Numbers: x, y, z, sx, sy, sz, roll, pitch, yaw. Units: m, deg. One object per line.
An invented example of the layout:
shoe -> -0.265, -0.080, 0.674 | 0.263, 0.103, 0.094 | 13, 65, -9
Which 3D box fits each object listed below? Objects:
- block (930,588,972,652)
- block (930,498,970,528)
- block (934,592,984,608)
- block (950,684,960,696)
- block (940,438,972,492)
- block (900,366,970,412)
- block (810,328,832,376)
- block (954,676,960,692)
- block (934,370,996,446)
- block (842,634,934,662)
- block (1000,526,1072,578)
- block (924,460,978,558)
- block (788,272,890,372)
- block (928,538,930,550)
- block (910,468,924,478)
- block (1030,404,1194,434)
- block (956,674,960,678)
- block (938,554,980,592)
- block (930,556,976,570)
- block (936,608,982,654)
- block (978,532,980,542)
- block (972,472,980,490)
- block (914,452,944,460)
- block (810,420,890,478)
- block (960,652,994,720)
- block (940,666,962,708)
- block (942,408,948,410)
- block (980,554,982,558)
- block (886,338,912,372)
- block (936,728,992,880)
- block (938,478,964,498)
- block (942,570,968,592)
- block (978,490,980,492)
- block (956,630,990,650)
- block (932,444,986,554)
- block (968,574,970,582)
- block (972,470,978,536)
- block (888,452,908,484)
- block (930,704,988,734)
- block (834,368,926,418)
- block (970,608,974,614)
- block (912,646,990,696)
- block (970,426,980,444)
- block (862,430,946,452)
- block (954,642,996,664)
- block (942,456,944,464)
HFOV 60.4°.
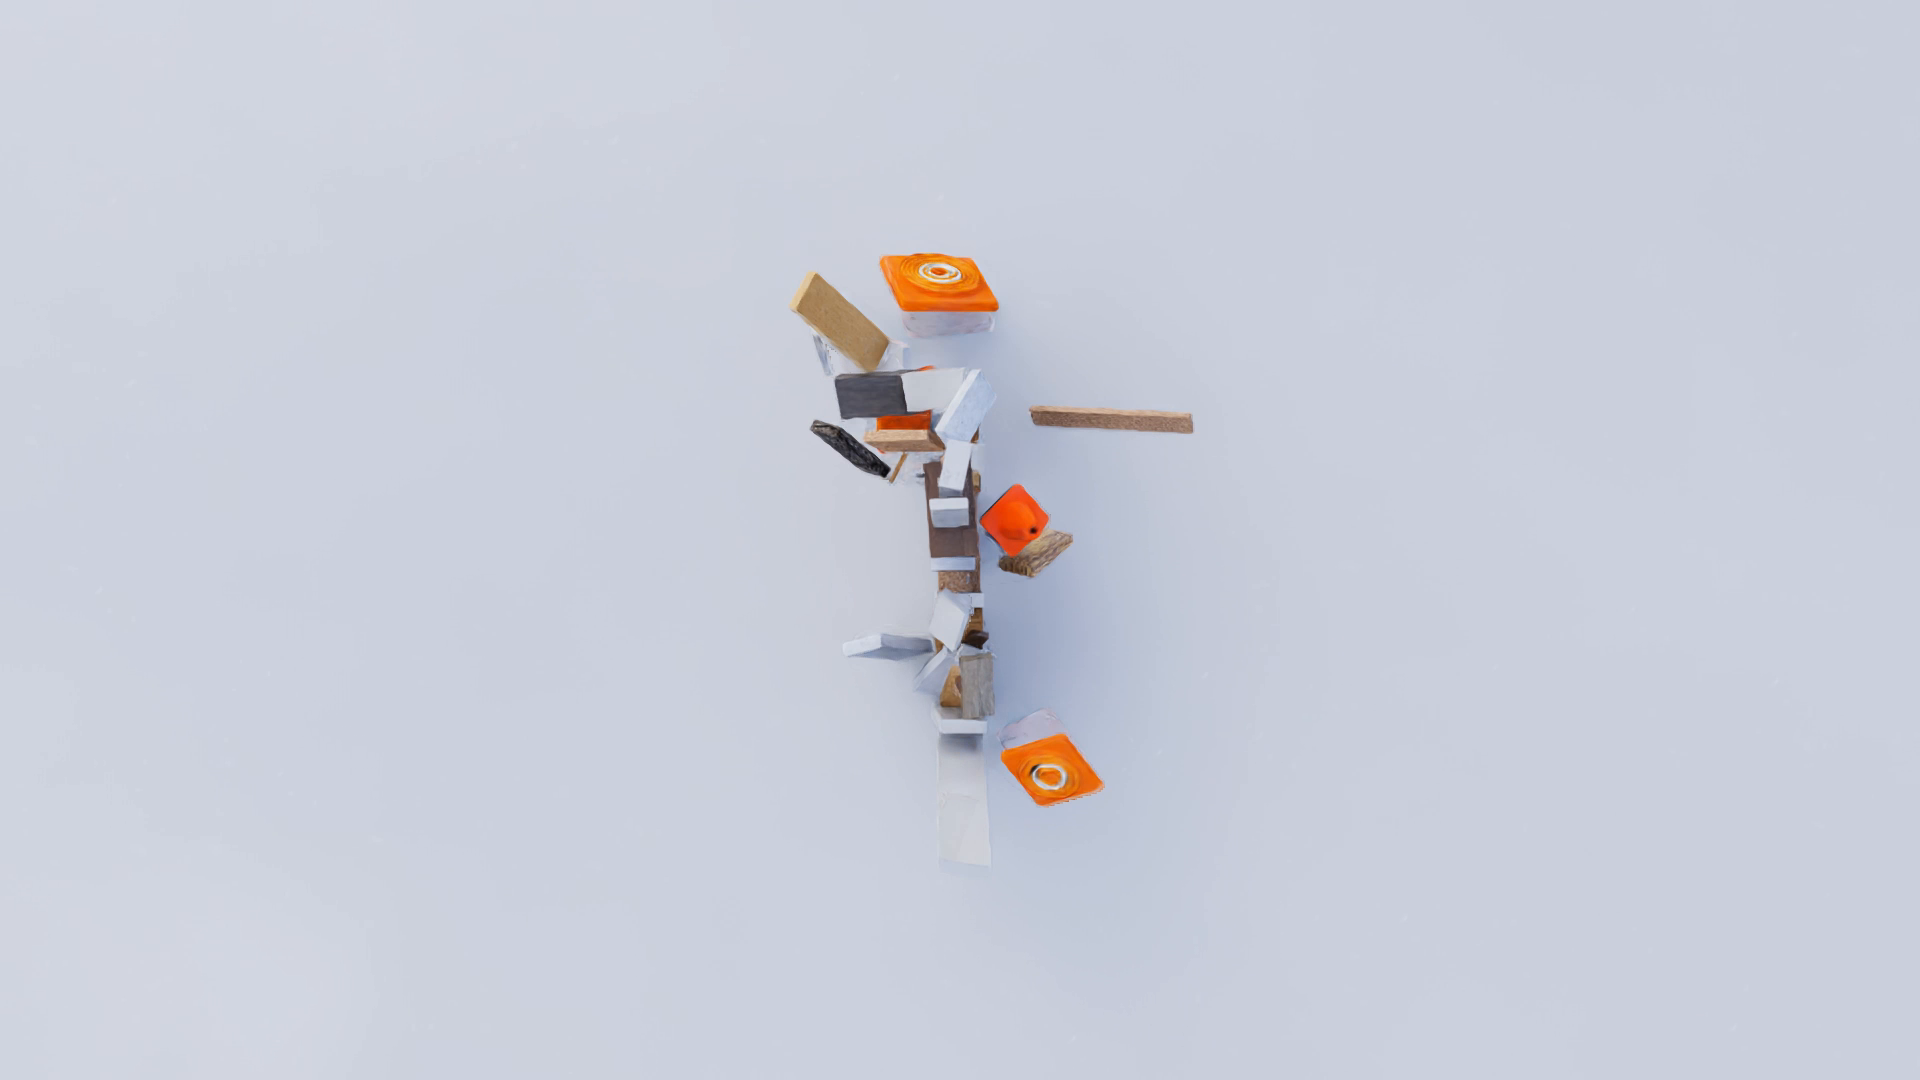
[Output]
block -> -0.030, 0.235, 4.849 | 0.100, 0.201, 0.028 | 40, 56, 18
block -> -0.026, -0.073, 4.438 | 0.100, 0.201, 0.028 | -2, 77, 1
block -> -0.003, 0.182, 5.043 | 0.149, 0.297, 0.042 | 0, 89, 0
block -> 0.028, 0.448, 5.238 | 0.059, 0.017, 0.119 | 36, 104, -20
block -> -0.012, -0.200, 4.397 | 0.065, 0.018, 0.130 | 11, 81, 2
block -> -0.063, -0.424, 4.647 | 0.217, 0.031, 0.108 | -1, 105, 37
block -> -0.430, -0.592, 5.084 | 0.023, 0.080, 0.159 | -17, 134, -1
block -> 0.046, 0.484, 5.203 | 0.078, 0.022, 0.157 | -23, 125, 3
block -> 0.016, -0.348, 4.516 | 0.031, 0.108, 0.217 | 10, 59, 39
block -> -0.231, 0.349, 5.335 | 0.147, 0.294, 0.042 | -16, 75, 30
block -> 0.247, 0.038, 5.347 | 0.124, 0.248, 0.035 | 13, 124, 32
block -> -0.025, -0.086, 4.558 | 0.132, 0.037, 0.264 | -4, 90, 1
block -> -0.354, -0.643, 4.910 | 0.036, 0.377, 0.126 | 18, 76, 42
block -> -0.019, 0.015, 4.708 | 0.132, 0.264, 0.037 | 7, 91, 1
block -> -0.099, -0.211, 5.089 | 0.102, 0.051, 0.014 | -11, 80, 40
block -> 0.491, -0.395, 5.371 | 0.534, 0.080, 0.023 | 4, 57, 20
block -> 0.043, 0.483, 5.228 | 0.078, 0.022, 0.157 | -17, 125, -1
block -> -0.002, 0.132, 5.211 | 0.134, 0.038, 0.268 | -1, 90, 0
block -> -0.019, 0.064, 4.812 | 0.124, 0.415, 0.035 | 0, 90, 0
block -> -0.002, 0.341, 5.281 | 0.149, 0.479, 0.042 | -1, 60, 0
block -> -0.003, -0.009, 4.993 | 0.119, 0.238, 0.034 | 0, 90, 1
block -> -0.008, -0.167, 4.709 | 0.132, 0.264, 0.037 | 0, 89, 1
block -> -0.085, -0.272, 5.086 | 0.102, 0.051, 0.014 | -13, 106, 17
block -> -0.333, -0.277, 5.021 | 0.251, 0.126, 0.036 | 39, 76, -43
block -> 0.053, 0.457, 5.156 | 0.100, 0.028, 0.230 | -8, 124, -8
block -> 0.014, 0.477, 5.357 | 0.124, 0.247, 0.035 | 3, 61, -9
block -> -0.100, -0.478, 5.343 | 0.027, 0.348, 0.095 | -3, 89, 30
block -> 0.000, 0.068, 5.365 | 0.134, 0.268, 0.038 | 0, 78, 0
block -> -0.189, -0.508, 5.037 | 0.027, 0.095, 0.191 | -10, 117, -29
block -> 0.004, 0.774, 5.042 | 0.147, 0.940, 0.042 | 9, 107, -4
block -> -0.025, -0.137, 4.474 | 0.065, 0.131, 0.018 | -1, 69, 2
block -> -0.016, 0.083, 5.030 | 0.075, 0.021, 0.150 | 0, 90, 0
block -> -0.002, -0.164, 4.993 | 0.119, 0.238, 0.034 | 0, 90, 1
block -> 0.040, 0.318, 5.181 | 0.059, 0.119, 0.017 | 12, 58, -21
block -> -0.004, -0.128, 5.137 | 0.169, 0.048, 0.337 | 1, 90, 0
block -> -0.009, 0.119, 5.116 | 0.075, 0.150, 0.021 | 0, 91, 0
block -> -0.008, -0.087, 4.857 | 0.119, 0.034, 0.238 | 1, 90, 1
block -> -0.192, -0.224, 5.117 | 0.014, 0.051, 0.102 | 27, 91, -2
block -> -0.005, 0.579, 5.344 | 0.147, 0.294, 0.042 | 3, 93, -7
block -> -0.231, -0.423, 4.781 | 0.251, 0.036, 0.126 | -3, 118, 13
block -> 0.003, 0.213, 4.994 | 0.078, 0.157, 0.022 | 0, 89, 0
block -> -0.030, 0.427, 5.345 | 0.148, 0.297, 0.042 | 11, 58, -20
block -> 0.011, -0.338, 5.258 | 0.095, 0.191, 0.027 | 8, 54, 0
block -> -0.150, -0.276, 4.595 | 0.217, 0.108, 0.031 | 1, 77, 35
block -> 0.049, 0.370, 5.189 | 0.119, 0.017, 0.059 | 22, 103, -21
block -> -0.017, -0.203, 4.473 | 0.065, 0.131, 0.018 | 5, 82, 2
